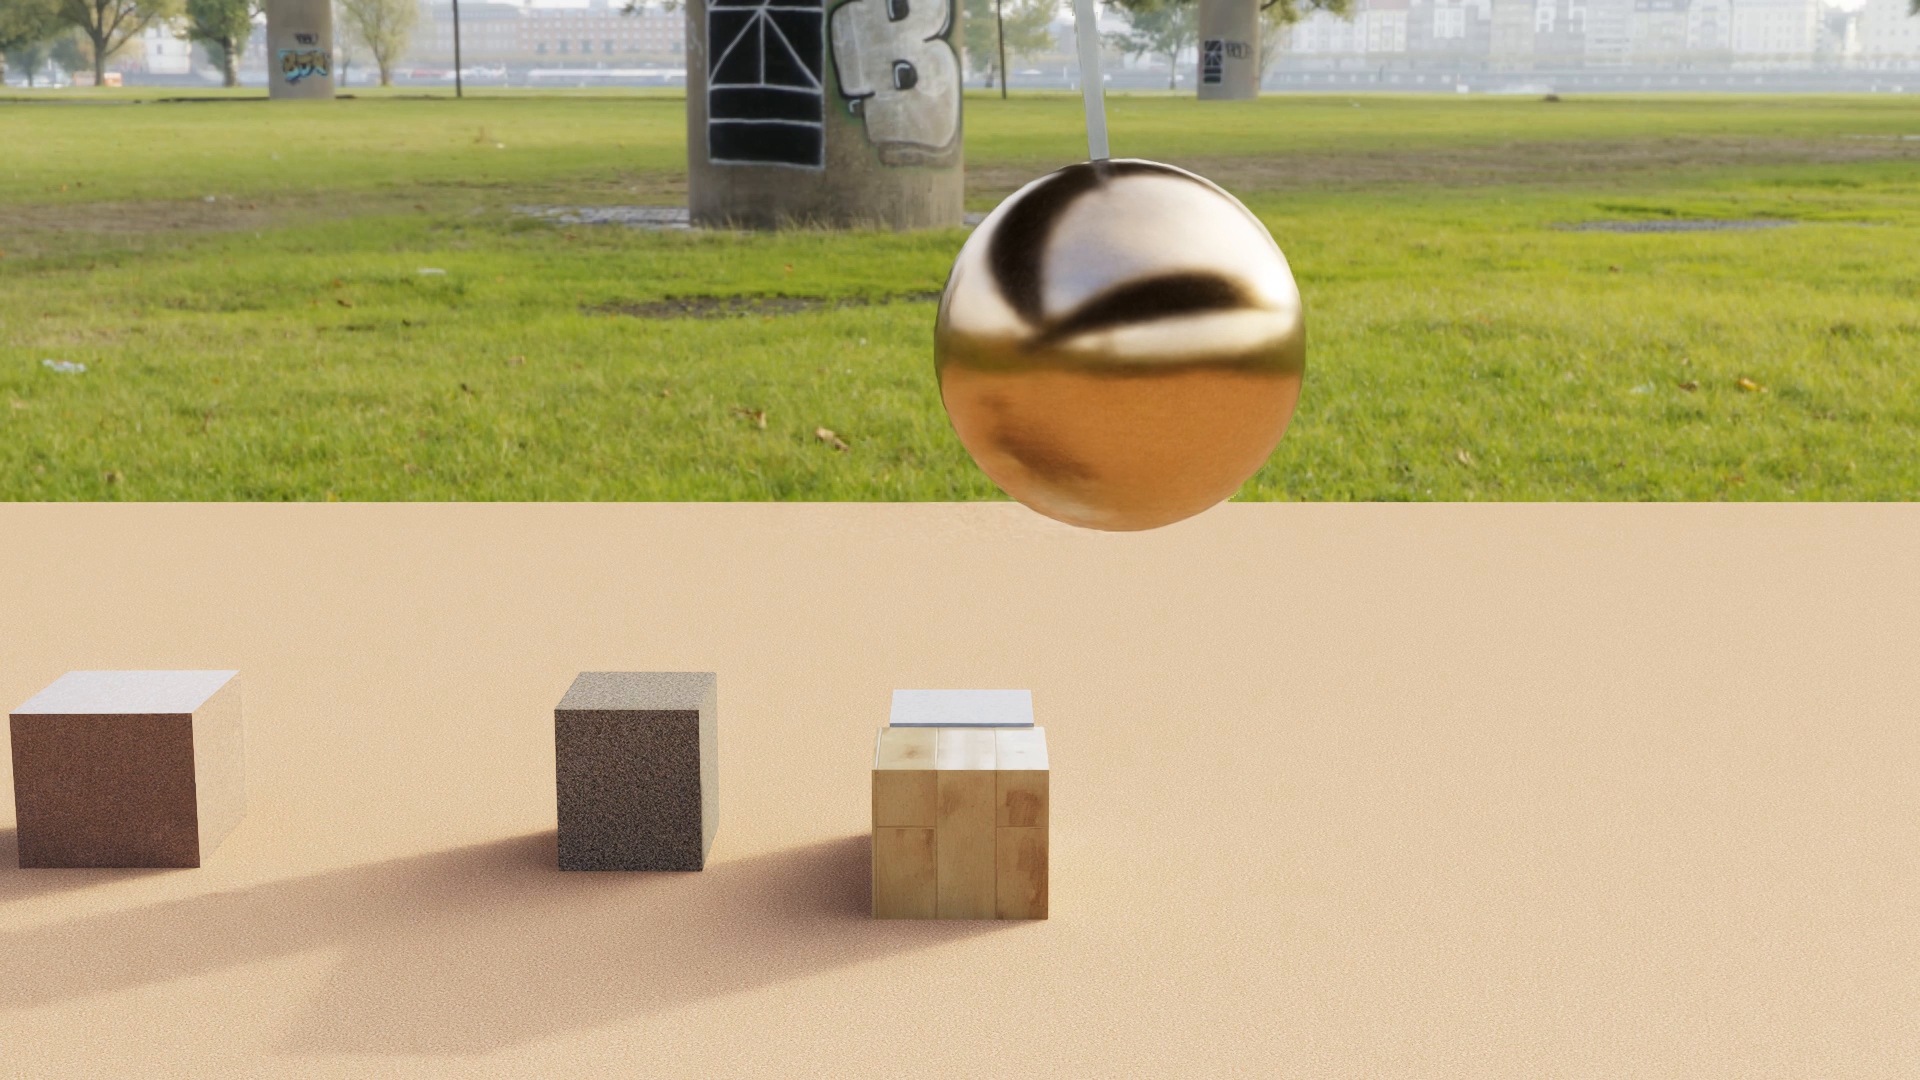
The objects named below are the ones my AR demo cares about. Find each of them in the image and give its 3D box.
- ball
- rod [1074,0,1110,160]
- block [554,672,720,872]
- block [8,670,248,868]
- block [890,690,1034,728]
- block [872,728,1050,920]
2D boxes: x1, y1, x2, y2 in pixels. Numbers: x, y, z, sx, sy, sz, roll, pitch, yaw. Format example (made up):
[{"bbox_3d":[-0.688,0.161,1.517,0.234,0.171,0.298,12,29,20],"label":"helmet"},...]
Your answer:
[{"bbox_3d":[0.685,-0.834,11.029,1.600,1.600,1.600,0,10,0],"label":"ball"},{"bbox_3d":[0.297,-4.157,10.425,0.080,5.200,0.080,-6,10,1],"label":"rod"},{"bbox_3d":[-1.465,1.047,11.736,0.640,0.741,0.735,0,10,1],"label":"block"},{"bbox_3d":[-3.813,1.044,11.829,0.806,0.713,0.826,0,10,-1],"label":"block"},{"bbox_3d":[0.009,1.084,11.737,0.641,0.669,0.621,0,10,0],"label":"block"},{"bbox_3d":[0.002,1.212,11.076,0.740,0.652,0.704,0,10,0],"label":"block"}]
